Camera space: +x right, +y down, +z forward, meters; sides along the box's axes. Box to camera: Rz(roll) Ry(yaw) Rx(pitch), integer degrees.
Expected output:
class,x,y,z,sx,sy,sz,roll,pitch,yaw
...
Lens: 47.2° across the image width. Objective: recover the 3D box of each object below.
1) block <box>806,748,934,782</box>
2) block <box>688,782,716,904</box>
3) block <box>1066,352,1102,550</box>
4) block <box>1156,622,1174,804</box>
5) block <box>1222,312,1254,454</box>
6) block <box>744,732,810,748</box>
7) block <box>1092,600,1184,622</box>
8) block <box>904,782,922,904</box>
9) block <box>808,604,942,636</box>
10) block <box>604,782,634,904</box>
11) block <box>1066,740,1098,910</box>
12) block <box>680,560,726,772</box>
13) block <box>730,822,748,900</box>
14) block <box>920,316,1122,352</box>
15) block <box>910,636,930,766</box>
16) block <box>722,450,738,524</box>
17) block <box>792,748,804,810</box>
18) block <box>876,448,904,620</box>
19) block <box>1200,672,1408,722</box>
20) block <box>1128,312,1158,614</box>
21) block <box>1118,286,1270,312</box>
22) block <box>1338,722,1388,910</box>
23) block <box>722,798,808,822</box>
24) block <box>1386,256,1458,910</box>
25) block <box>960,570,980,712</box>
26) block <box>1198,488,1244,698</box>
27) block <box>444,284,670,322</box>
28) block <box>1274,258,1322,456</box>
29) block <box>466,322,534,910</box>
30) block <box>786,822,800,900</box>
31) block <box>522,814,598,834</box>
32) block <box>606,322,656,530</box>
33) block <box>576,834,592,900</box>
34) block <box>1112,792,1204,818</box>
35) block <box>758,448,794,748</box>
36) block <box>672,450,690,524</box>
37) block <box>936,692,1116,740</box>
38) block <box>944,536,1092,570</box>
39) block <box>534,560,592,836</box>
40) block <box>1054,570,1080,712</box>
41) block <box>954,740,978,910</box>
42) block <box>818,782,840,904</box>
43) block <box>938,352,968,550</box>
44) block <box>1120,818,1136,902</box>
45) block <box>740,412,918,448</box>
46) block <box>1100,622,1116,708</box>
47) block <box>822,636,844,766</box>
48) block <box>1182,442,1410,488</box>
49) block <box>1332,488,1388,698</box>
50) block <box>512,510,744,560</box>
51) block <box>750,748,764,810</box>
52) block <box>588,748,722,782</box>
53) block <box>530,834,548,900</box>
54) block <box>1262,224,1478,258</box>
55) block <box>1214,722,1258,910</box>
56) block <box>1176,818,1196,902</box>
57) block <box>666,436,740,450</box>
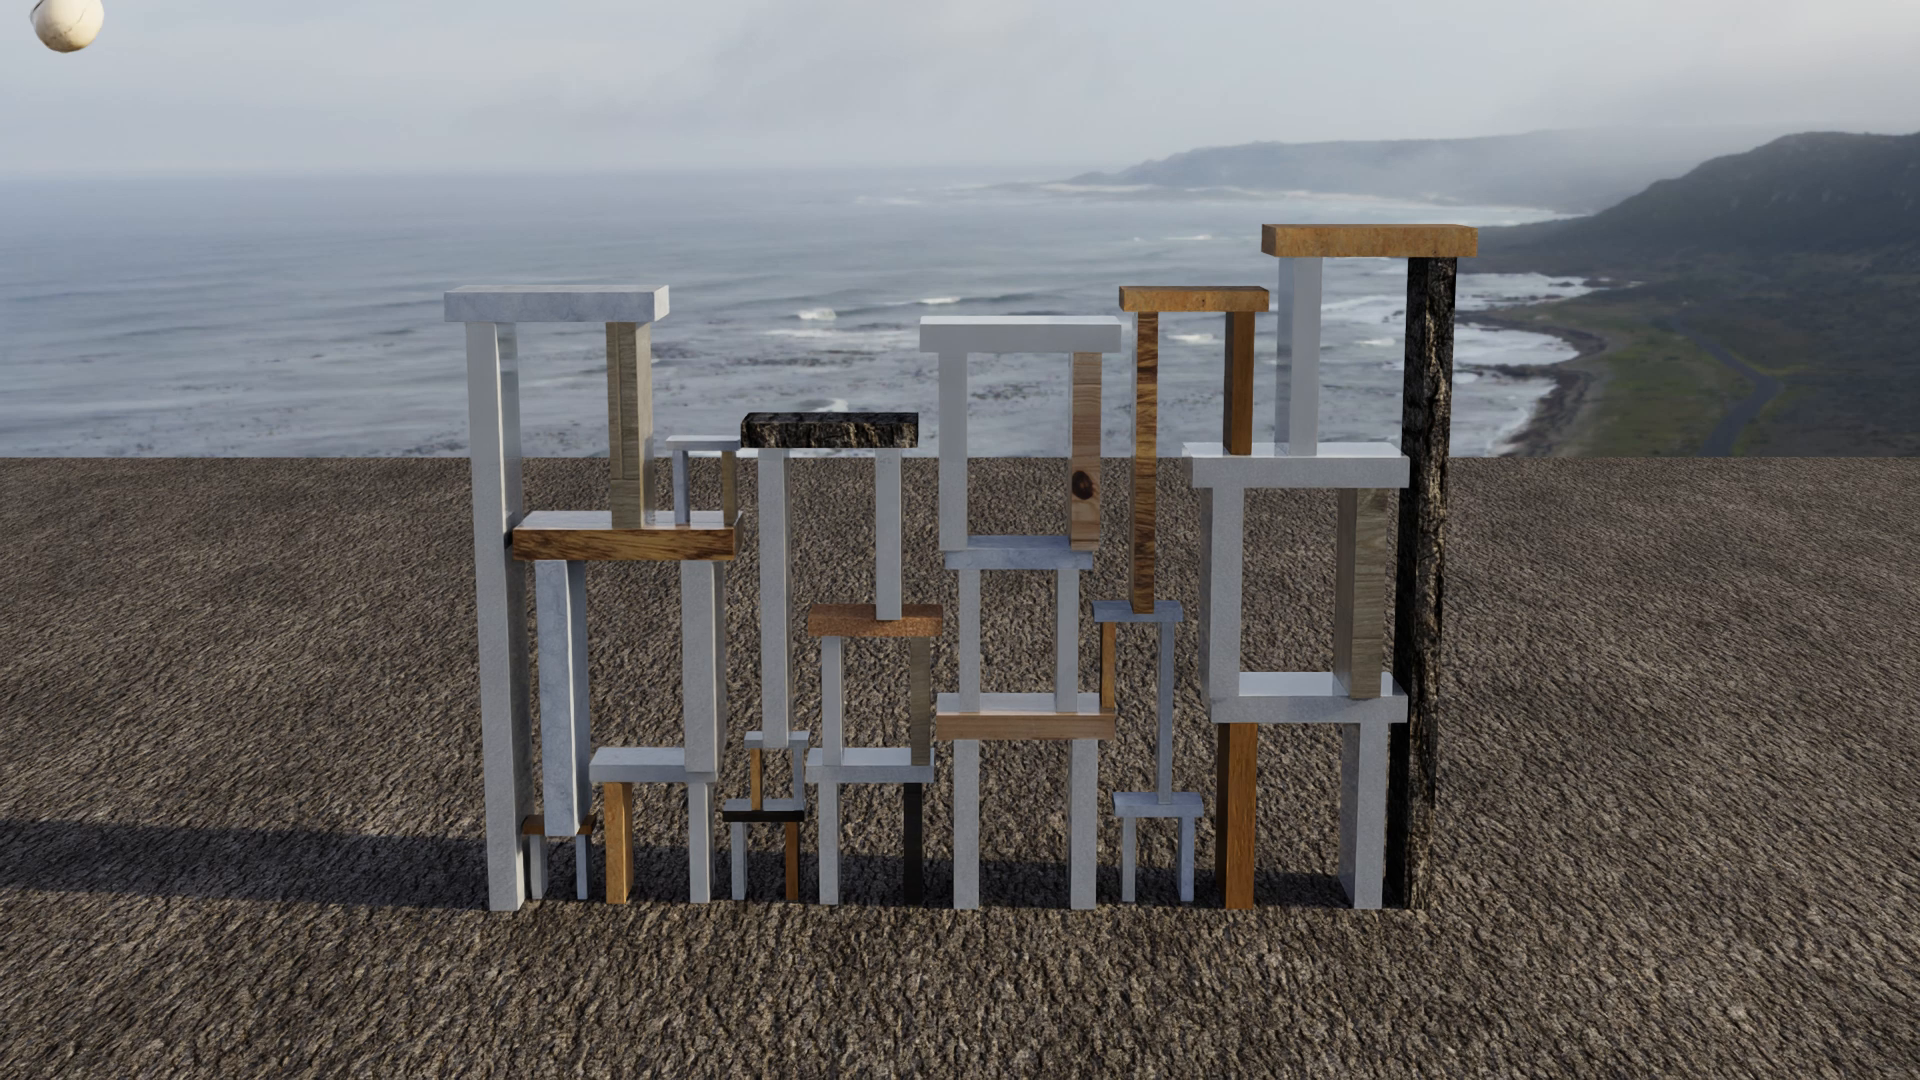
class,x,y,z,sx,sy,sz,roll,pitch,yaw
block,-0.147,0.371,3.628,0.208,0.029,0.104,0,11,0
block,-0.429,0.488,3.654,0.029,0.207,0.104,0,11,0
block,0.199,-0.152,3.534,0.044,0.314,0.157,0,11,0
block,0.336,0.276,3.615,0.020,0.305,0.072,0,11,0
block,0.444,-0.256,3.508,0.032,0.226,0.113,0,11,0
block,-0.301,0.329,3.622,0.104,0.015,0.052,0,11,0
block,0.289,0.116,3.586,0.143,0.020,0.072,0,11,0
block,-0.077,0.488,3.649,0.029,0.208,0.104,0,11,0
block,-0.136,0.130,3.584,0.215,0.030,0.108,0,11,0
block,-0.566,0.487,3.654,0.029,0.207,0.103,1,11,0
block,0.201,0.450,3.638,0.041,0.287,0.144,0,11,0
block,-0.418,0.187,3.595,0.049,0.347,0.174,0,11,0
block,-0.367,0.523,3.661,0.019,0.134,0.067,0,11,0
block,0.094,-0.328,3.502,0.314,0.044,0.157,0,11,0
block,-0.065,0.251,3.606,0.030,0.215,0.108,0,11,0
block,-0.370,-0.089,3.540,0.017,0.117,0.059,0,11,1
block,-0.266,0.388,3.633,0.015,0.104,0.052,0,11,0
block,-0.114,-0.021,3.554,0.039,0.277,0.139,0,11,0
block,0.562,0.258,3.611,0.315,0.045,0.158,0,11,0
block,0.294,-0.129,3.531,0.032,0.483,0.113,0,11,0
block,0.369,-0.382,3.484,0.226,0.032,0.113,0,11,0
block,0.667,0.434,3.644,0.045,0.315,0.158,0,11,0
block,-0.323,0.448,3.647,0.134,0.019,0.067,0,11,0
block,0.747,0.069,3.574,0.044,1.059,0.156,0,11,0
block,0.015,0.152,3.585,0.033,0.236,0.118,0,11,0
block,0.422,0.070,3.569,0.048,0.340,0.170,0,11,0
block,-0.636,-0.376,3.489,0.327,0.046,0.163,0,11,0
block,0.538,-0.299,3.504,0.044,0.311,0.156,0,11,0
block,-0.745,0.118,3.581,0.046,0.960,0.163,0,11,0
block,-0.278,0.523,3.661,0.019,0.134,0.067,0,11,0
block,-0.663,0.472,3.647,0.113,0.016,0.056,0,11,1
block,-0.527,-0.193,3.522,0.046,0.327,0.163,0,11,0
block,-0.626,0.535,3.659,0.016,0.113,0.056,0,11,0
block,0.327,0.438,3.639,0.145,0.021,0.072,0,11,0
block,-0.299,0.083,3.573,0.039,0.488,0.139,0,11,0
block,-0.449,-0.089,3.539,0.017,0.117,0.058,0,11,2
block,0.106,0.289,3.608,0.287,0.041,0.144,0,11,0
block,0.094,0.020,3.562,0.236,0.033,0.118,0,11,0
block,-0.648,0.240,3.604,0.049,0.455,0.174,0,11,0
block,0.173,0.152,3.586,0.033,0.236,0.118,0,11,0
block,0.010,0.450,3.639,0.041,0.287,0.144,0,11,0
block,-0.216,0.488,3.649,0.029,0.208,0.104,0,11,0
block,-0.011,-0.152,3.534,0.044,0.314,0.157,0,11,0
block,0.278,0.519,3.654,0.021,0.145,0.072,0,11,0
block,-0.206,-0.176,3.525,0.277,0.039,0.139,0,11,0
block,0.241,0.196,3.601,0.020,0.143,0.072,0,11,0
block,-0.208,0.251,3.606,0.030,0.215,0.108,0,11,0
block,0.535,-0.121,3.533,0.340,0.048,0.170,0,11,0
block,0.648,0.070,3.569,0.048,0.340,0.170,0,11,0
block,-0.532,-0.008,3.558,0.347,0.049,0.174,0,11,0
block,-0.336,0.388,3.633,0.015,0.104,0.052,0,11,0
block,-0.501,0.371,3.632,0.207,0.029,0.103,0,11,0
block,-0.701,0.535,3.659,0.016,0.112,0.056,0,11,0
block,0.643,-0.473,3.472,0.311,0.044,0.156,0,11,0
block,0.457,0.434,3.644,0.045,0.315,0.158,0,11,0
block,0.375,0.519,3.654,0.021,0.145,0.072,0,11,0
block,-0.410,-0.155,3.528,0.117,0.017,0.058,0,11,1
